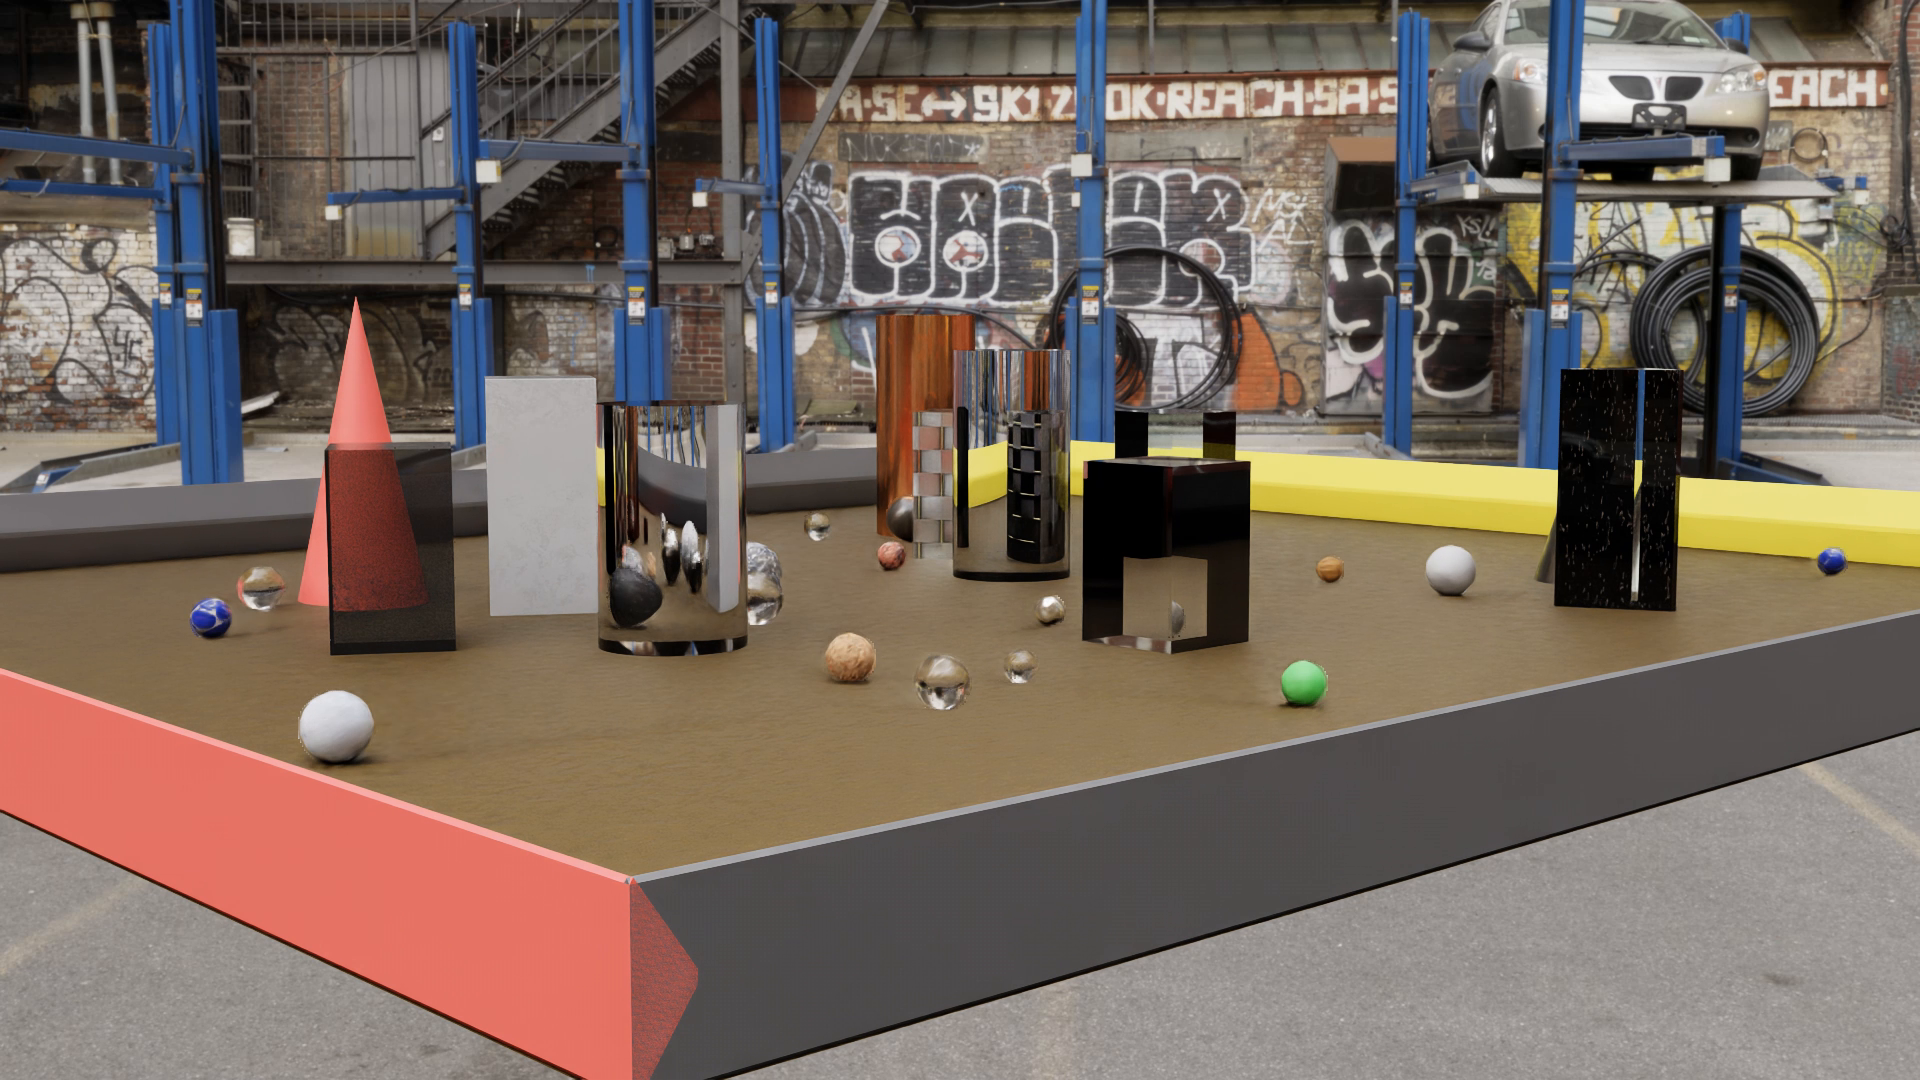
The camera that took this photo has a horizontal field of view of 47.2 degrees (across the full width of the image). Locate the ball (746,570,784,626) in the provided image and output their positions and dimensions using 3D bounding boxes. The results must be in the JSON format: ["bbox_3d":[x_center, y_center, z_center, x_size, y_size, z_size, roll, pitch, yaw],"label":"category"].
[{"bbox_3d":[-0.290,0.083,3.118,0.078,0.078,0.078,0,6,0],"label":"ball"}]

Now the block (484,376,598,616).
[{"bbox_3d":[-0.627,-0.070,3.293,0.159,0.346,0.159,-1,6,-12],"label":"block"}]

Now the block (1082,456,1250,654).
[{"bbox_3d":[0.277,0.015,2.960,0.159,0.244,0.159,-6,8,-43],"label":"block"}]

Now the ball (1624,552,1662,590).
[{"bbox_3d":[1.095,0.049,3.525,0.060,0.060,0.060,0,6,0],"label":"ball"}]

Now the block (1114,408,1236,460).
[{"bbox_3d":[0.401,-0.111,4.102,0.159,0.259,0.159,-4,7,-37],"label":"block"}]

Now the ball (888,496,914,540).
[{"bbox_3d":[-0.099,-0.042,4.272,0.086,0.086,0.086,0,6,0],"label":"ball"}]

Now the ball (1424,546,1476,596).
[{"bbox_3d":[0.770,0.048,3.451,0.078,0.078,0.078,0,6,0],"label":"ball"}]

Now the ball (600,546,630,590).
[{"bbox_3d":[-0.563,0.044,3.525,0.070,0.070,0.070,0,6,0],"label":"ball"}]

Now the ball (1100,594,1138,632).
[{"bbox_3d":[0.222,0.101,3.062,0.053,0.053,0.053,0,6,0],"label":"ball"}]

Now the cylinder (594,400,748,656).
[{"bbox_3d":[-0.383,-0.020,2.923,0.198,0.323,0.198,0,6,0],"label":"cylinder"}]

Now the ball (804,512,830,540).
[{"bbox_3d":[-0.279,-0.026,4.281,0.053,0.053,0.053,0,6,0],"label":"ball"}]

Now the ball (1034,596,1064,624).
[{"bbox_3d":[0.126,0.100,3.127,0.041,0.041,0.041,0,6,0],"label":"ball"}]

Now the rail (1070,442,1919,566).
[{"bbox_3d":[1.136,-0.075,4.374,0.045,0.129,2.860,-5,8,-42],"label":"rail"}]

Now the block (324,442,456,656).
[{"bbox_3d":[-0.757,0.007,2.931,0.159,0.266,0.159,-1,6,-13],"label":"block"}]

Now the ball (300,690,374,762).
[{"bbox_3d":[-0.617,0.184,2.175,0.071,0.071,0.071,0,6,0],"label":"ball"}]

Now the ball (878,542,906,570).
[{"bbox_3d":[-0.118,0.027,3.793,0.048,0.048,0.048,0,6,0],"label":"ball"}]

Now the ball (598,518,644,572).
[{"bbox_3d":[-0.581,0.012,3.692,0.099,0.099,0.099,0,6,0],"label":"ball"}]

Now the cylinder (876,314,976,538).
[{"bbox_3d":[-0.068,-0.231,4.398,0.198,0.436,0.198,0,6,0],"label":"cylinder"}]

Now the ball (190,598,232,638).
[{"bbox_3d":[-1.023,0.106,3.004,0.054,0.054,0.054,0,6,0],"label":"ball"}]

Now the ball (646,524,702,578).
[{"bbox_3d":[-0.477,0.018,3.666,0.092,0.092,0.092,0,6,0],"label":"ball"}]

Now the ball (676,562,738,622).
[{"bbox_3d":[-0.363,0.074,3.159,0.086,0.086,0.086,0,6,0],"label":"ball"}]

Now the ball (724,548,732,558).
[{"bbox_3d":[-0.371,0.037,3.679,0.052,0.052,0.052,0,6,0],"label":"ball"}]

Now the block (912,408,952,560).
[{"bbox_3d":[0.011,-0.104,4.007,0.159,0.264,0.159,1,6,13],"label":"block"}]

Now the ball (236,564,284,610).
[{"bbox_3d":[-1.045,0.070,3.284,0.067,0.067,0.067,0,6,0],"label":"ball"}]

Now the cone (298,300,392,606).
[{"bbox_3d":[-0.927,-0.142,3.397,0.198,0.467,0.198,0,6,0],"label":"cone"}]

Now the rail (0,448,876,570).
[{"bbox_3d":[-0.954,-0.074,4.360,3.139,0.129,0.045,-5,8,-42],"label":"rail"}]

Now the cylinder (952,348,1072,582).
[{"bbox_3d":[0.087,-0.129,3.696,0.198,0.379,0.198,0,6,0],"label":"cylinder"}]

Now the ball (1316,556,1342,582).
[{"bbox_3d":[0.607,0.049,3.614,0.042,0.042,0.042,0,6,0],"label":"ball"}]

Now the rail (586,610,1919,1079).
[{"bbox_3d":[0.954,0.141,2.304,3.139,0.129,0.045,-5,8,-42],"label":"rail"}]

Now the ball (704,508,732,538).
[{"bbox_3d":[-0.477,-0.033,4.327,0.056,0.056,0.056,0,6,0],"label":"ball"}]

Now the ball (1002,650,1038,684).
[{"bbox_3d":[0.072,0.152,2.633,0.041,0.041,0.041,0,6,0],"label":"ball"}]

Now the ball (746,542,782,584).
[{"bbox_3d":[-0.320,0.049,3.369,0.092,0.092,0.092,0,6,0],"label":"ball"}]

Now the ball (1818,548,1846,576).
[{"bbox_3d":[1.473,0.036,3.715,0.046,0.046,0.046,0,6,0],"label":"ball"}]

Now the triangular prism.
[{"bbox_3d":[1.007,-0.082,3.350,0.172,0.358,0.149,2,6,20],"label":"triangular prism"}]

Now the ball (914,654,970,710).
[{"bbox_3d":[-0.020,0.159,2.460,0.062,0.062,0.062,0,6,0],"label":"ball"}]

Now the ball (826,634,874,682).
[{"bbox_3d":[-0.132,0.141,2.647,0.058,0.058,0.058,0,6,0],"label":"ball"}]

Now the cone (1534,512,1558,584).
[{"bbox_3d":[1.053,-0.095,3.626,0.198,0.325,0.198,0,6,0],"label":"cone"}]

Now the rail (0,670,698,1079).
[{"bbox_3d":[-1.136,0.142,2.289,0.045,0.129,2.860,-5,8,-42],"label":"rail"}]

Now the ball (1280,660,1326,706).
[{"bbox_3d":[0.388,0.162,2.488,0.050,0.050,0.050,0,6,0],"label":"ball"}]
